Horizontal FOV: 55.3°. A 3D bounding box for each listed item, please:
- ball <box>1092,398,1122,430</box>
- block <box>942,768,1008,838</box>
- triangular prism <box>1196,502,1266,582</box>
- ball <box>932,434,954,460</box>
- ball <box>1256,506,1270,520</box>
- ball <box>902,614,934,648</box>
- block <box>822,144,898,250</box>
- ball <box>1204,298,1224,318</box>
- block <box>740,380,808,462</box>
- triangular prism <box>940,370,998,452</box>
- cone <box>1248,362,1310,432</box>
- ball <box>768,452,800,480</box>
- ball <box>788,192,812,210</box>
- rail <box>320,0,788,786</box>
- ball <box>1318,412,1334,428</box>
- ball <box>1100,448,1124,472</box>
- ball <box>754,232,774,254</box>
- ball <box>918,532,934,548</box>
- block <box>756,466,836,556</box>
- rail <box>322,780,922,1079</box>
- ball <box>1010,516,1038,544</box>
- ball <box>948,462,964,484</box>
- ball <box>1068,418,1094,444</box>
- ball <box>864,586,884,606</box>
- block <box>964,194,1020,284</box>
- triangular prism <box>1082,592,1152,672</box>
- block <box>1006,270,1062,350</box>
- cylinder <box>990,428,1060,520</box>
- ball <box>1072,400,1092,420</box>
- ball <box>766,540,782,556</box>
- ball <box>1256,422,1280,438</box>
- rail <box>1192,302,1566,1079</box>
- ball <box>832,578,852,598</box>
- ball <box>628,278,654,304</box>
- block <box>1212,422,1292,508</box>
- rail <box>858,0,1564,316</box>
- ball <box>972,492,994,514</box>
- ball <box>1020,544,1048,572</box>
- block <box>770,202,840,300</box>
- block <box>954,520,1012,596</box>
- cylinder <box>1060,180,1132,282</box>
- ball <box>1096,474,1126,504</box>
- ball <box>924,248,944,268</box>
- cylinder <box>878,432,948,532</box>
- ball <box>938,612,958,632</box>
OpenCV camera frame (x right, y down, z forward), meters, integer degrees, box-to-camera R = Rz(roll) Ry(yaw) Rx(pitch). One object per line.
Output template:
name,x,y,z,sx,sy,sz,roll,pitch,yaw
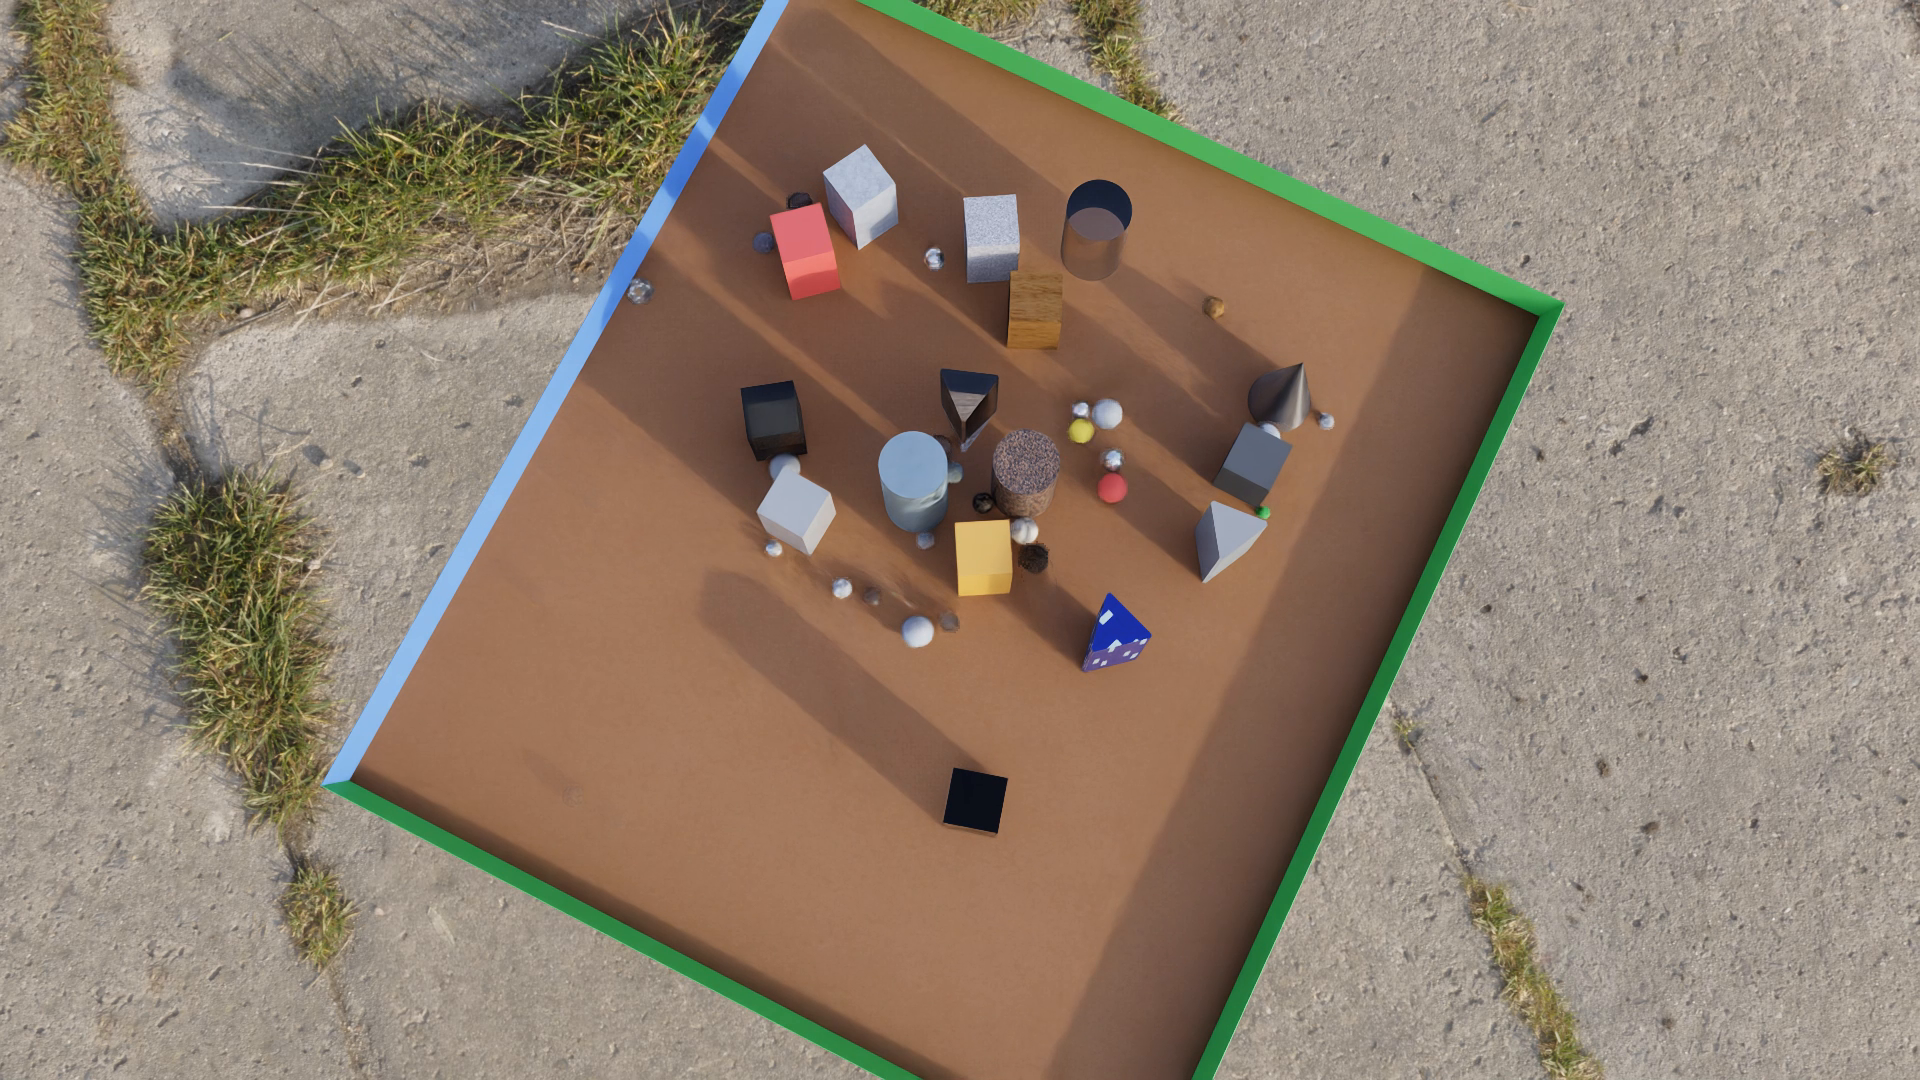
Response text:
ball,0.454,-0.390,5.648,0.096,0.096,0.096,0,78,0
block,0.044,0.763,5.308,0.157,0.296,0.157,11,79,2
triangular prism,0.766,-0.015,5.425,0.170,0.381,0.147,-37,81,-7
ball,-0.066,-0.278,5.628,0.091,0.091,0.091,0,78,0
ball,0.929,-0.084,5.613,0.041,0.041,0.041,0,78,0
ball,-0.127,0.274,5.510,0.098,0.098,0.098,0,78,0
block,-0.304,-1.058,5.673,0.157,0.318,0.157,-35,80,-7
ball,0.795,-0.727,5.733,0.066,0.066,0.066,0,78,0
block,-0.561,-0.358,5.552,0.157,0.272,0.157,-9,78,-2
triangular prism,0.003,-0.418,5.519,0.147,0.360,0.170,36,81,7
cone,0.994,-0.473,5.505,0.196,0.411,0.196,0,78,0
ball,-0.538,-0.219,5.613,0.096,0.096,0.096,0,78,0
ball,-0.504,-1.061,5.796,0.079,0.079,0.079,0,78,0
rail,-1.175,-0.569,5.668,0.045,0.127,2.987,26,80,5
ball,1.133,-0.370,5.669,0.047,0.047,0.047,0,78,0
ball,0.468,-0.245,5.631,0.072,0.072,0.072,0,78,0
ball,-0.617,-0.938,5.777,0.065,0.065,0.065,0,78,0
ball,-0.104,0.000,5.591,0.051,0.051,0.051,0,78,0
block,-0.487,-0.082,5.488,0.157,0.286,0.157,29,80,6
rail,-0.657,1.294,5.283,2.675,0.127,0.045,26,80,5
ball,0.195,-0.028,5.579,0.085,0.085,0.085,0,78,0
ball,-0.022,-0.207,5.625,0.067,0.067,0.067,0,78,0
ball,0.373,-0.336,5.647,0.076,0.076,0.076,0,78,0
ball,-0.262,0.171,5.552,0.057,0.057,0.057,0,78,0
block,0.095,-0.924,5.646,0.157,0.318,0.157,-4,78,-1
triangular prism,0.434,0.263,5.337,0.170,0.440,0.147,-13,79,-3
block,0.228,-0.702,5.622,0.157,0.274,0.157,2,78,0
cylinder,0.192,-0.192,5.480,0.196,0.345,0.196,0,78,0
ball,0.375,-0.401,5.669,0.061,0.061,0.061,0,78,0
ball,-0.566,0.026,5.586,0.049,0.049,0.049,0,78,0
ball,0.938,-0.317,5.637,0.088,0.088,0.088,0,78,0
rail,1.175,0.582,5.430,0.045,0.127,2.987,26,80,5
ball,-0.358,0.147,5.556,0.059,0.059,0.059,0,78,0
ball,-1.000,-0.781,5.737,0.081,0.081,0.081,0,78,0
block,0.882,-0.225,5.543,0.157,0.236,0.157,28,80,5
rail,0.657,-1.281,5.815,2.675,0.127,0.045,26,80,5
ball,0.071,-0.113,5.607,0.065,0.065,0.065,0,78,0
ball,0.226,0.056,5.560,0.088,0.088,0.088,0,78,0
block,-0.472,-0.882,5.629,0.157,0.333,0.157,-15,79,-3
block,0.068,0.056,5.435,0.157,0.334,0.157,-3,78,-1
cylinder,0.416,-0.949,5.636,0.196,0.347,0.196,0,78,0
ball,0.464,-0.158,5.603,0.092,0.092,0.092,0,78,0
ball,-0.083,-0.888,5.767,0.066,0.066,0.066,0,78,0
cylinder,-0.133,-0.166,5.413,0.196,0.466,0.196,0,78,0
ball,-0.033,0.247,5.535,0.060,0.060,0.060,0,78,0
